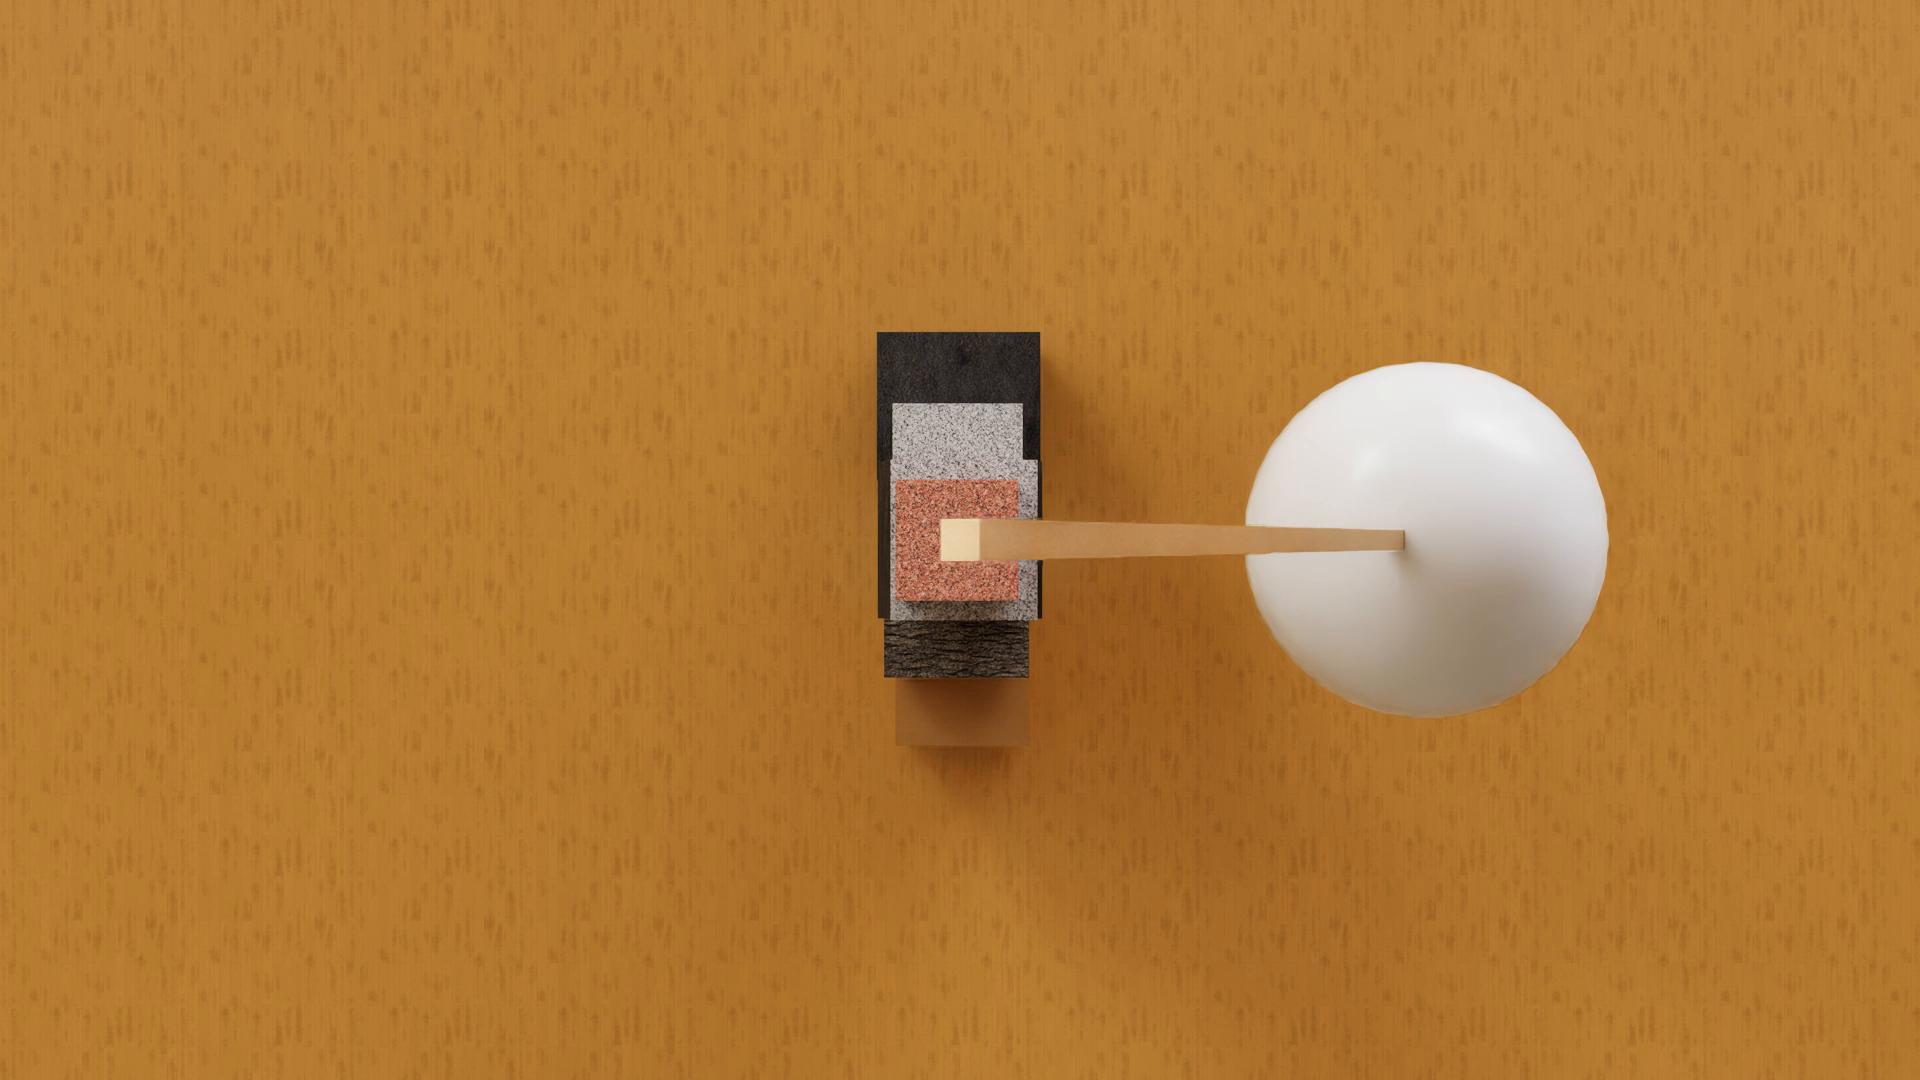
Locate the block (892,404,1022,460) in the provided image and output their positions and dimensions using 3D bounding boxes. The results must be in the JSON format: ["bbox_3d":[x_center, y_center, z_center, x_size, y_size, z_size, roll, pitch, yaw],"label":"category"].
[{"bbox_3d":[-0.013,-0.364,11.814,0.679,0.639,0.699,0,90,0],"label":"block"}]

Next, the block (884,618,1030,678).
[{"bbox_3d":[-0.018,0.354,11.798,0.753,0.795,0.719,0,90,0],"label":"block"}]

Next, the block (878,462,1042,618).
[{"bbox_3d":[0.000,0.000,9.852,0.707,0.809,0.675,0,90,0],"label":"block"}]

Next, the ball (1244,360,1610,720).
[{"bbox_3d":[2.074,0.000,9.851,1.600,1.600,1.600,0,90,0],"label":"ball"}]

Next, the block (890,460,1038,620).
[{"bbox_3d":[0.016,0.000,9.143,0.590,0.609,0.645,0,90,0],"label":"block"}]

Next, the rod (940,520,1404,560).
[{"bbox_3d":[0.899,0.000,6.660,0.080,5.200,0.080,0,90,20],"label":"rod"}]

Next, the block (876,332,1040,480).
[{"bbox_3d":[-0.007,-0.740,12.567,0.903,0.867,0.814,0,90,0],"label":"block"}]

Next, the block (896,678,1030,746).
[{"bbox_3d":[0.013,0.791,12.625,0.744,0.751,0.712,0,90,0],"label":"block"}]

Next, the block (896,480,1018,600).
[{"bbox_3d":[-0.012,0.000,8.603,0.468,0.471,0.460,0,90,0],"label":"block"}]
